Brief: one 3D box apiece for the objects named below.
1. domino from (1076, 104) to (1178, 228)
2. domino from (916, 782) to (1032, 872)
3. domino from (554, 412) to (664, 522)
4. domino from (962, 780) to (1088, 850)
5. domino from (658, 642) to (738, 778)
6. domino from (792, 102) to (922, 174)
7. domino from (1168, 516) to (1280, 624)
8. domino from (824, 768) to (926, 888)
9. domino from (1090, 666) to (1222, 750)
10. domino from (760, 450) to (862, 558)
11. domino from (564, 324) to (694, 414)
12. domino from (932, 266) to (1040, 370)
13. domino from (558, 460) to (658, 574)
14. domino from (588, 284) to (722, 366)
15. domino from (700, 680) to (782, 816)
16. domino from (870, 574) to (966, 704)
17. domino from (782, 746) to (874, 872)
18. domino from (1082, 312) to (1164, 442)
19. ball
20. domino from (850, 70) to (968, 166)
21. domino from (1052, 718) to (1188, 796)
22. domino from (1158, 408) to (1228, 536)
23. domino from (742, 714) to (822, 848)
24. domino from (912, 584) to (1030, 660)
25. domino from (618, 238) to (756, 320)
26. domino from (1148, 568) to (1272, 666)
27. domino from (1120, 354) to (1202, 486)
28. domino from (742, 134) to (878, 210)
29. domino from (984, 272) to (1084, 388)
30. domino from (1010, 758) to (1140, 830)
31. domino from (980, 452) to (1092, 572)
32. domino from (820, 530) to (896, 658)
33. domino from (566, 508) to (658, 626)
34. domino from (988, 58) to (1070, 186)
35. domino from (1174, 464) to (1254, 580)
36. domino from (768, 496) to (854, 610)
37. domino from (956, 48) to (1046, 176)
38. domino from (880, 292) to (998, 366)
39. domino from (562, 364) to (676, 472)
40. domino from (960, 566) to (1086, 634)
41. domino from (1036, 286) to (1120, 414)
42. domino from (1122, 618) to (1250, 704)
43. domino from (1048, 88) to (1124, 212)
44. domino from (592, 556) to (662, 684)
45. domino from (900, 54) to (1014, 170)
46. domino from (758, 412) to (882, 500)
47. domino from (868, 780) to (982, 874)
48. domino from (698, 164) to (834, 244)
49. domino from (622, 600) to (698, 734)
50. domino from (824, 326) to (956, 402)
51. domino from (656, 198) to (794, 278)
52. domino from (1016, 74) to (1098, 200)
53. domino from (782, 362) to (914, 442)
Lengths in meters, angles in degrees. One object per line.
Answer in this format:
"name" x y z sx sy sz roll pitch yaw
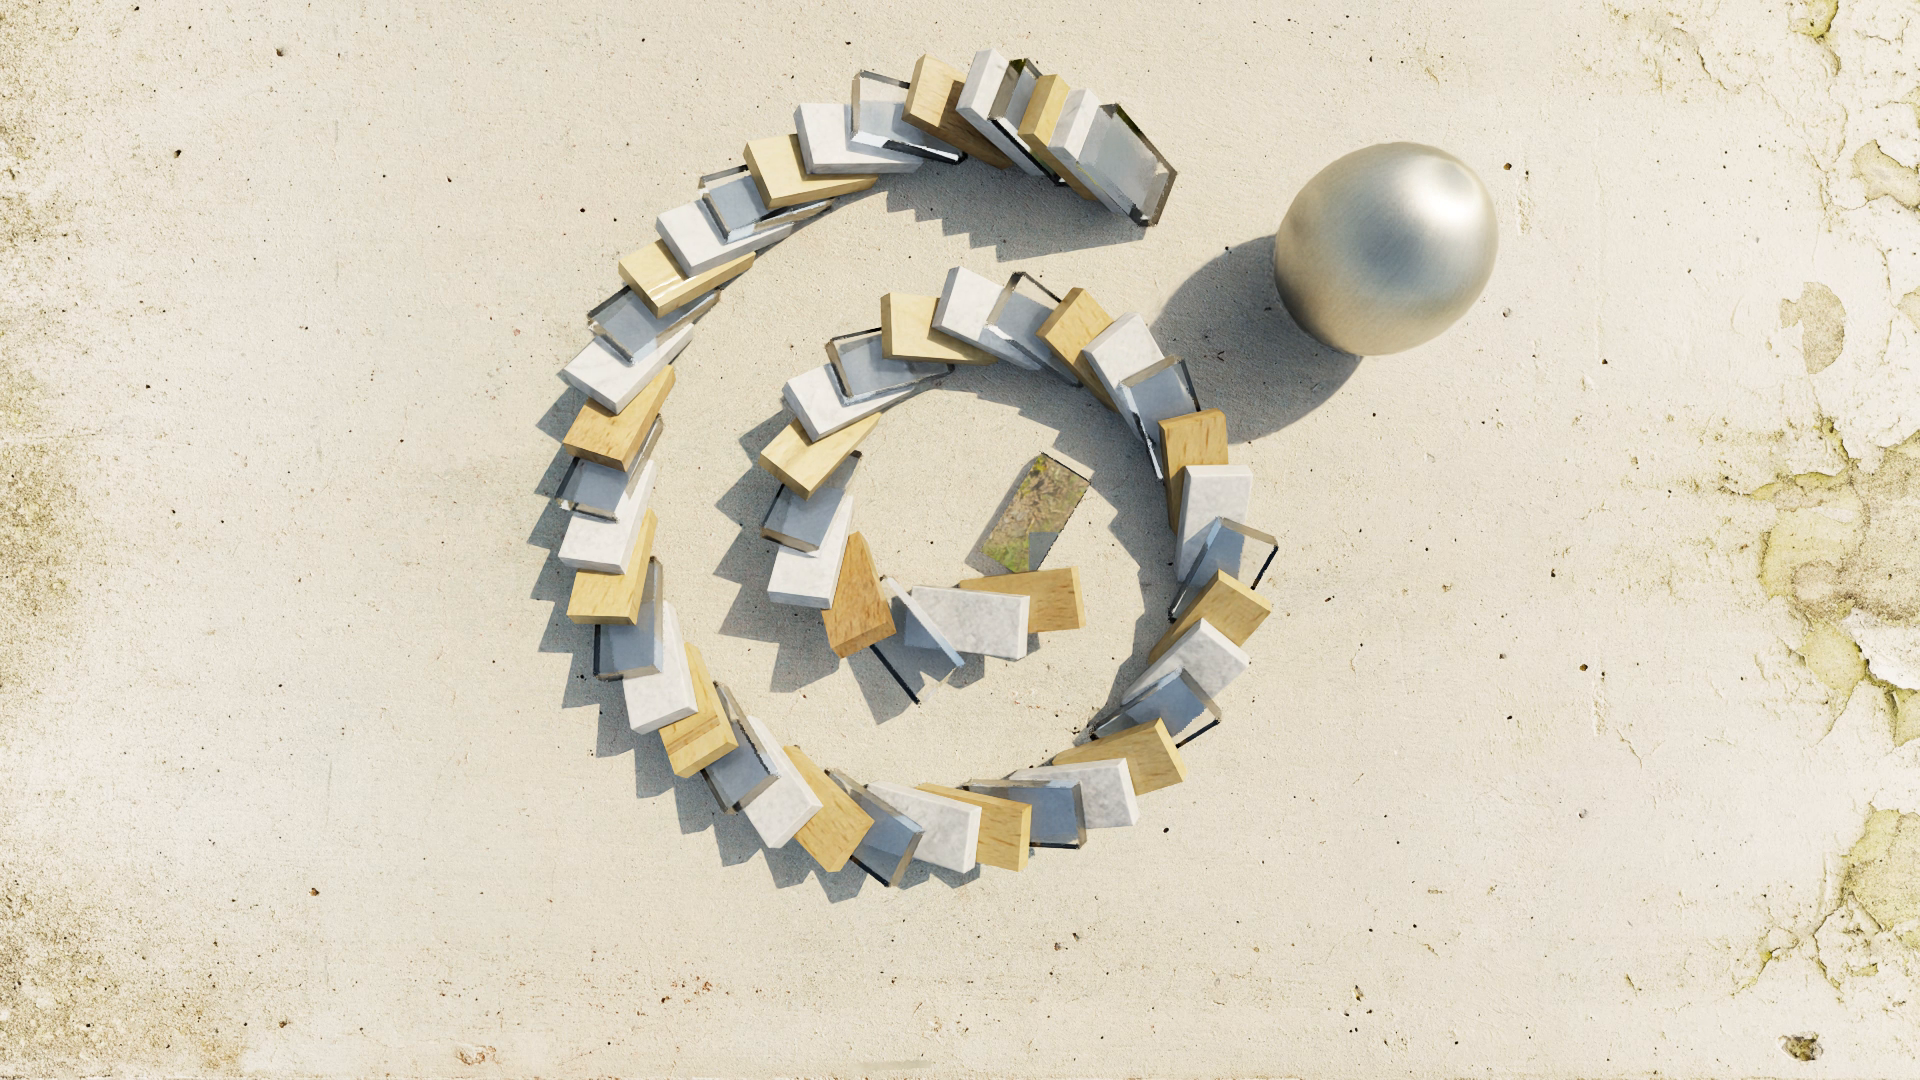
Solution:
"domino" 0.070 -0.154 0.379 0.010 0.050 0.025 21 90 43
"domino" 0.004 0.120 0.384 0.050 0.009 0.025 4 90 27
"domino" -0.146 -0.034 0.384 0.025 0.009 0.050 14 63 0
"domino" 0.027 0.114 0.384 0.050 0.009 0.025 -7 90 28
"domino" -0.114 0.071 0.384 0.025 0.009 0.050 -32 62 0
"domino" -0.042 -0.168 0.384 0.050 0.009 0.025 -13 90 -28
"domino" 0.109 0.017 0.384 0.025 0.010 0.050 21 119 -1
"domino" -0.041 0.120 0.384 0.050 0.009 0.025 26 90 28
"domino" 0.081 0.077 0.384 0.025 0.010 0.050 48 118 0
"domino" -0.061 -0.019 0.383 0.025 0.009 0.050 19 58 0
"domino" -0.138 -0.079 0.384 0.025 0.010 0.050 34 62 0
"domino" 0.015 -0.092 0.384 0.050 0.009 0.025 18 89 -29
"domino" -0.147 -0.012 0.384 0.025 0.010 0.050 8 63 0
"domino" -0.127 -0.098 0.384 0.025 0.009 0.050 41 62 1
"domino" -0.099 0.087 0.384 0.025 0.010 0.050 -40 62 0
"domino" -0.024 0.042 0.386 0.025 0.010 0.050 -45 74 15
"domino" -0.062 0.112 0.384 0.050 0.009 0.025 35 90 28
"domino" 0.075 -0.067 0.384 0.025 0.010 0.050 -40 118 -2
"ball" 0.165 -0.113 0.360 0.080 0.080 0.080 0 90 0
"domino" -0.021 -0.176 0.384 0.050 0.009 0.025 1 90 -29
"domino" 0.066 0.095 0.384 0.050 0.010 0.025 -27 90 29
"domino" 0.099 -0.028 0.384 0.025 0.010 0.050 -13 118 0
"domino" -0.082 0.101 0.384 0.025 0.010 0.050 -45 62 0
"domino" 0.003 0.034 0.385 0.050 0.010 0.025 5 94 24
"domino" -0.114 -0.116 0.384 0.050 0.009 0.025 -40 89 -27
"domino" 0.104 0.039 0.384 0.025 0.009 0.050 32 118 0
"domino" 0.088 -0.049 0.383 0.025 0.010 0.050 -29 119 -1
"domino" -0.062 -0.157 0.384 0.050 0.010 0.025 -23 90 -27
"domino" 0.037 -0.087 0.384 0.050 0.010 0.025 29 90 -29
"domino" 0.048 0.108 0.384 0.050 0.009 0.025 -14 90 28
"domino" 0.033 -0.010 0.395 0.025 0.010 0.050 32 90 0
"domino" -0.045 0.022 0.380 0.025 0.010 0.050 -26 51 4
"domino" -0.145 0.010 0.384 0.025 0.009 0.050 2 62 0
"domino" 0.034 -0.171 0.379 0.009 0.050 0.025 21 89 43
"domino" 0.105 -0.007 0.383 0.025 0.010 0.050 -1 120 0
"domino" -0.061 0.003 0.382 0.025 0.009 0.050 7 58 3
"domino" 0.022 -0.176 0.379 0.010 0.050 0.025 20 90 44
"domino" -0.008 -0.088 0.383 0.050 0.009 0.025 -2 90 -30
"domino" -0.142 -0.055 0.384 0.025 0.010 0.050 18 63 0
"domino" 0.026 0.026 0.385 0.050 0.010 0.025 -8 91 25
"domino" 0.057 -0.079 0.384 0.050 0.009 0.025 39 90 -29
"domino" 0.094 0.059 0.384 0.025 0.009 0.050 39 118 0
"domino" 0.058 -0.160 0.379 0.009 0.050 0.025 21 90 43
"domino" -0.139 0.033 0.384 0.025 0.009 0.050 -10 62 0
"domino" 0.002 -0.178 0.384 0.050 0.010 0.025 15 90 -29
"domino" -0.058 -0.042 0.383 0.025 0.010 0.050 38 60 0
"domino" -0.017 0.119 0.384 0.050 0.009 0.025 7 90 28
"domino" -0.081 -0.145 0.384 0.050 0.009 0.025 -29 90 -27
"domino" -0.128 0.053 0.384 0.025 0.009 0.050 -22 62 0
"domino" -0.029 -0.076 0.384 0.050 0.010 0.025 -20 90 -29
"domino" -0.098 -0.132 0.384 0.050 0.009 0.025 -34 89 -27
"domino" 0.046 -0.165 0.379 0.010 0.050 0.025 21 90 43
"domino" -0.046 -0.063 0.383 0.050 0.010 0.025 -31 90 -30
